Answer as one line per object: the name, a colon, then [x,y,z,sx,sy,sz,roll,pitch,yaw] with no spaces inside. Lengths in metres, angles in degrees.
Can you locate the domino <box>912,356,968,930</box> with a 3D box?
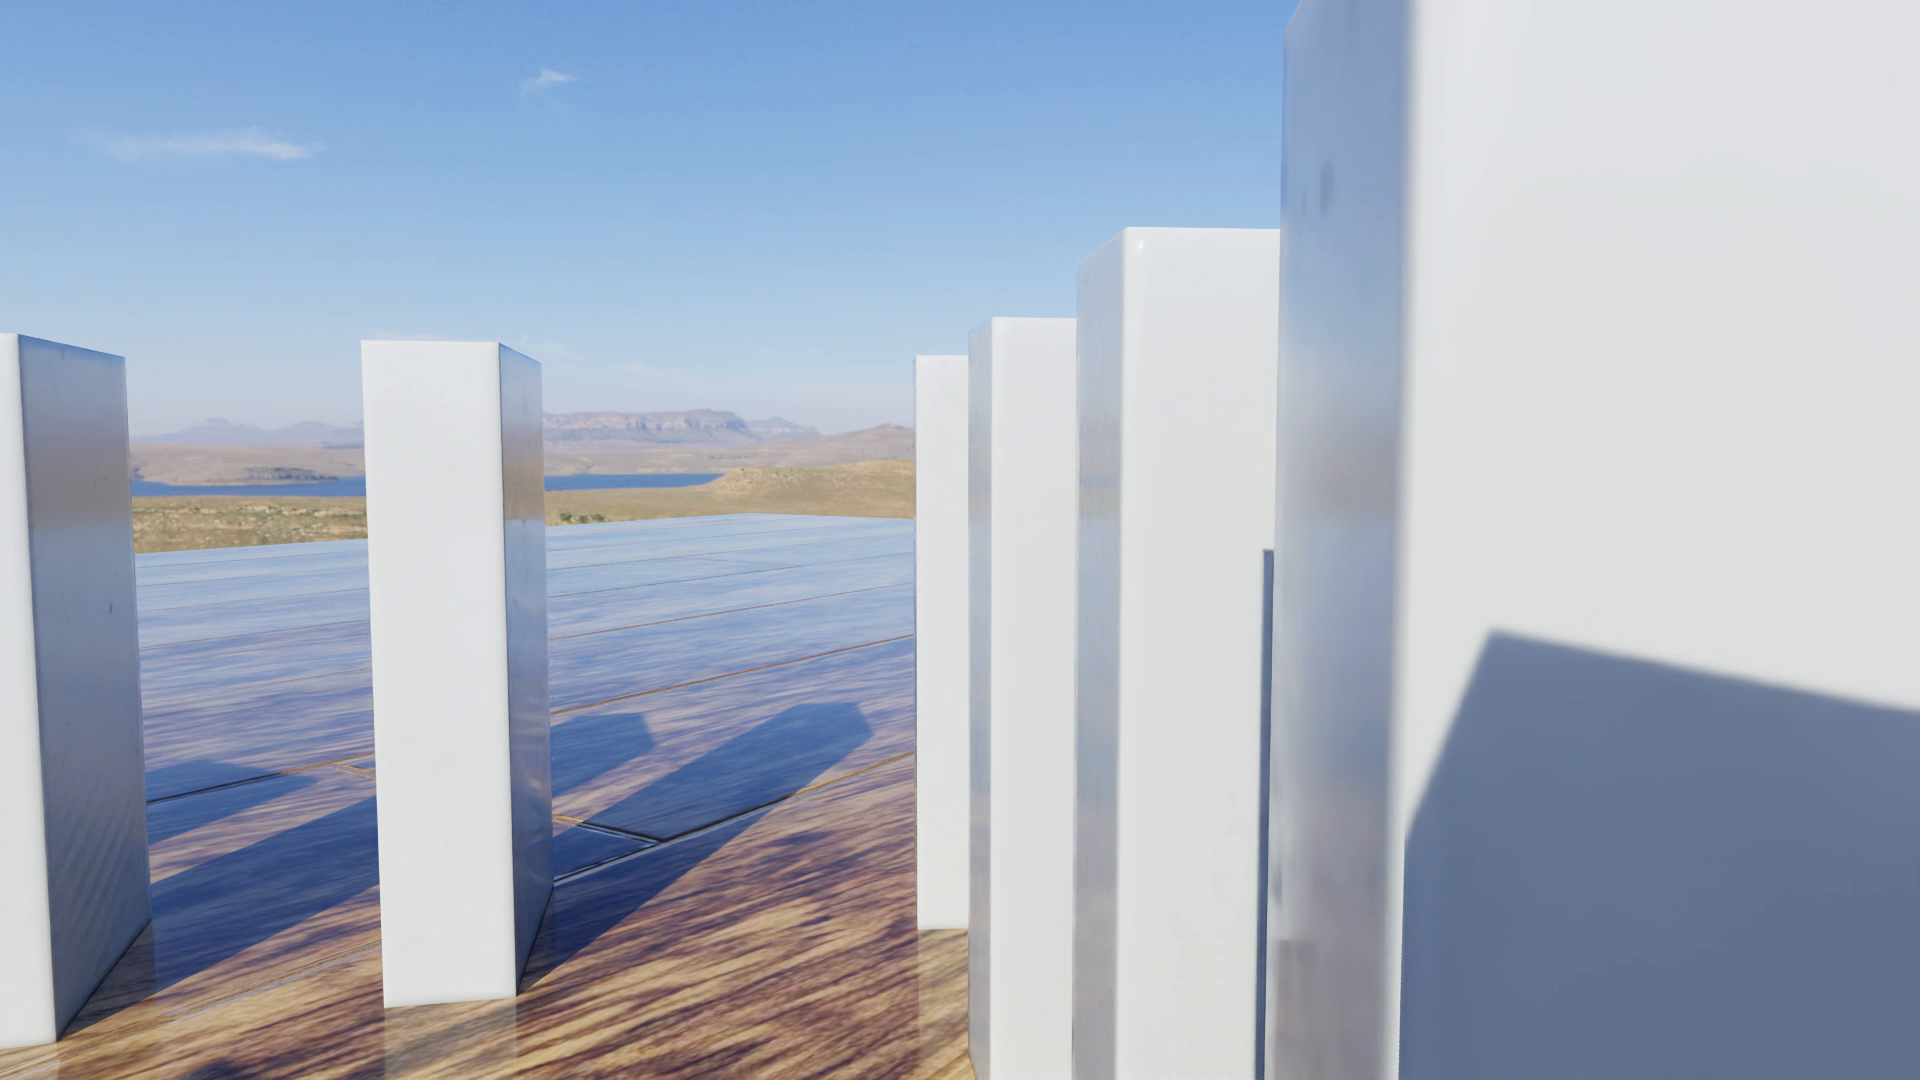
domino: [0.008,0.009,0.116,0.025,0.050,0.009,0,4,-4]

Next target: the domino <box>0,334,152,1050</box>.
domino: [-0.073,0.010,0.100,0.010,0.050,0.025,-1,5,-19]

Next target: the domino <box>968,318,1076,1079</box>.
domino: [0.014,0.011,0.085,0.025,0.050,0.009,-1,4,-9]

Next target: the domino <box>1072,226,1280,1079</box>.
domino: [0.018,0.014,0.052,0.025,0.050,0.010,0,4,-5]

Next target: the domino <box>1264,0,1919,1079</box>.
domino: [0.018,0.016,0.020,0.025,0.050,0.010,0,4,5]

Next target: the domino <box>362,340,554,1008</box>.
domino: [-0.041,0.009,0.108,0.010,0.050,0.025,-1,4,-11]
